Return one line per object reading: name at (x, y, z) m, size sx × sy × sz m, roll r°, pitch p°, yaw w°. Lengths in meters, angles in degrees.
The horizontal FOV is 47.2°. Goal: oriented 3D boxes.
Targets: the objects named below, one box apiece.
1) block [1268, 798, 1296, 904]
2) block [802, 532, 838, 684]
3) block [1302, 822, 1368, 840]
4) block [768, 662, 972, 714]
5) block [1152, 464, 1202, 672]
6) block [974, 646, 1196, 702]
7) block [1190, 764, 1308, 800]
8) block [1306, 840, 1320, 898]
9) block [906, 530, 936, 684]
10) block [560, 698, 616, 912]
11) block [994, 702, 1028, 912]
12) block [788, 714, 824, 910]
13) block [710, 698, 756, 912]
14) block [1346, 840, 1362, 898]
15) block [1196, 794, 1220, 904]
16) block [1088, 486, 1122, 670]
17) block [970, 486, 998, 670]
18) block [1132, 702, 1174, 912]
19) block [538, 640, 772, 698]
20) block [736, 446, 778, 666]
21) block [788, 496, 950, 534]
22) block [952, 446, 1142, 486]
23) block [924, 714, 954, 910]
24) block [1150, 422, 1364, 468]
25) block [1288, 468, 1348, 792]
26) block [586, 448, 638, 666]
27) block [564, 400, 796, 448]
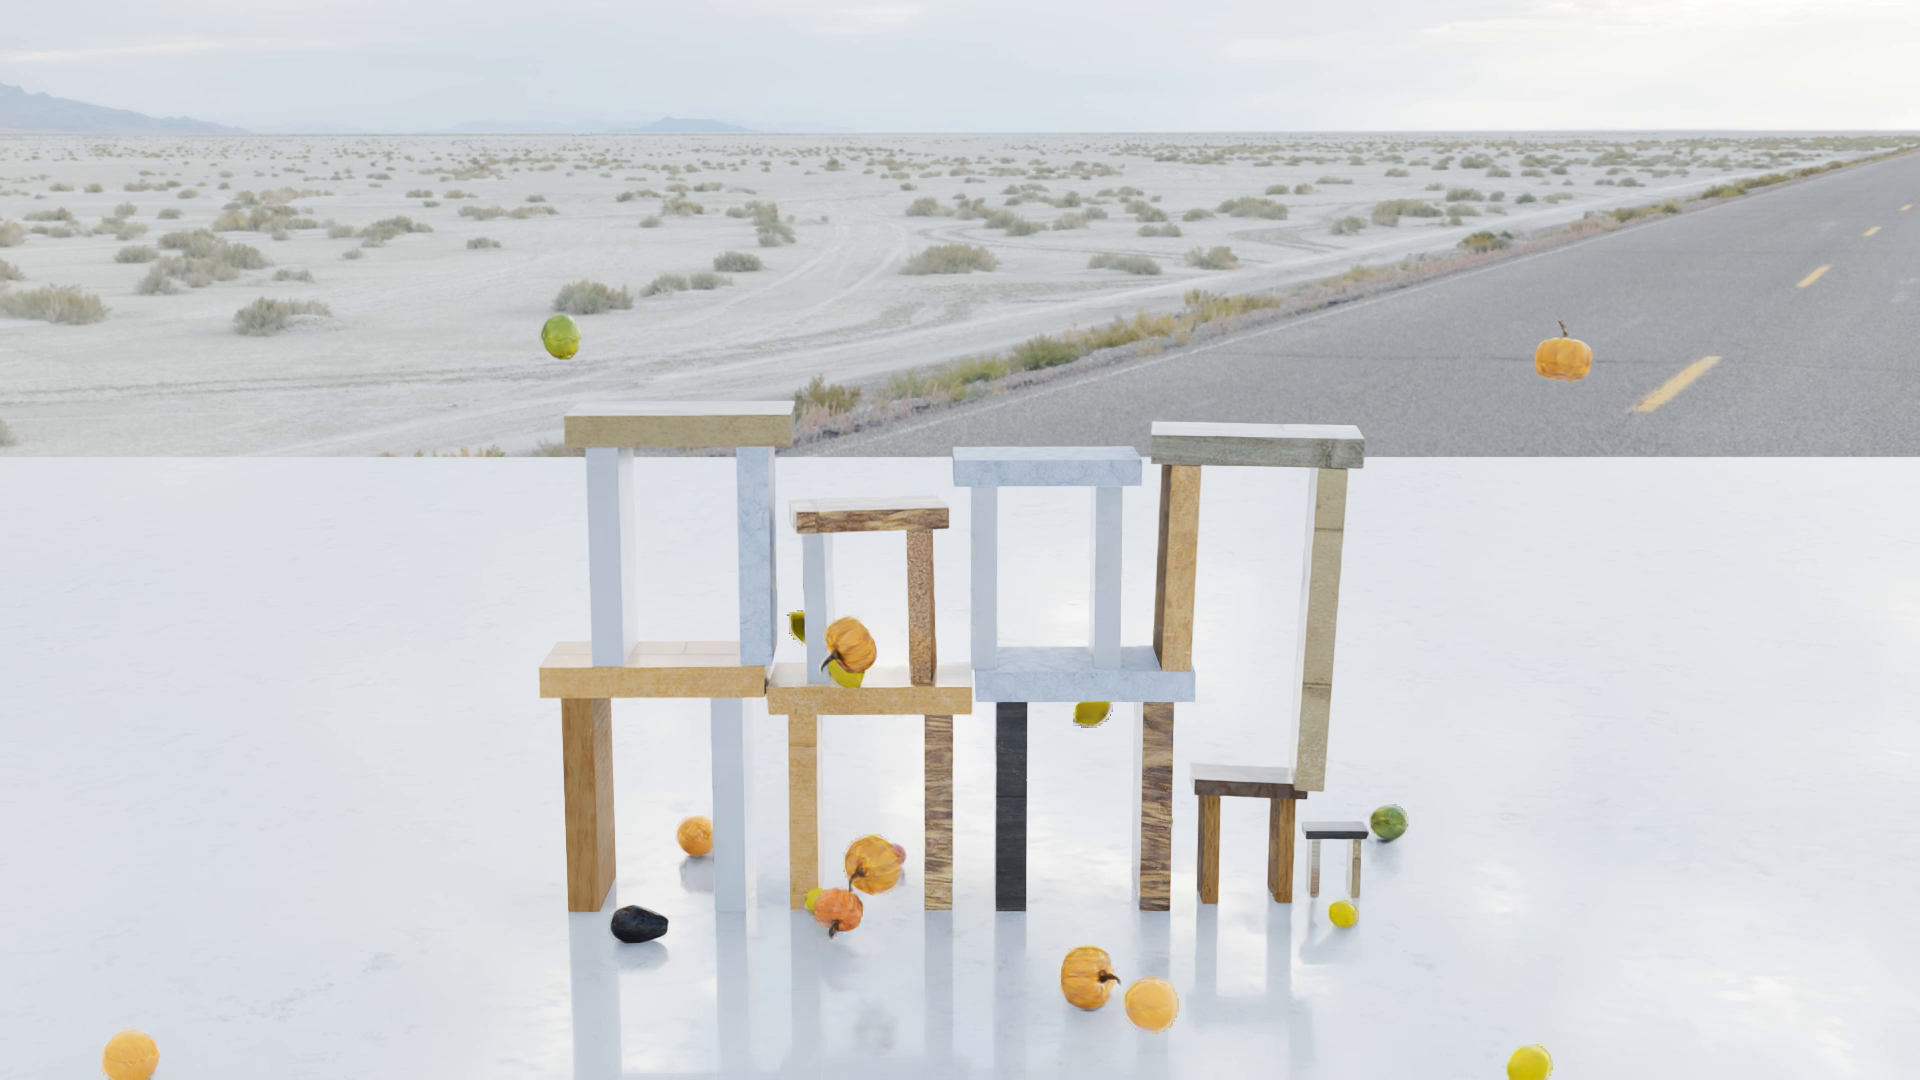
block at (0.534, 0.499, 3.651) m, size 0.026 × 0.185 × 0.092 m, roll 0°, pitch 11°, yaw -2°
block at (-0.228, 0.099, 3.579) m, size 0.035 × 0.247 × 0.123 m, roll -1°, pitch 10°, yaw 3°
block at (0.622, 0.482, 3.652) m, size 0.102 × 0.014 × 0.051 m, roll 0°, pitch 11°, yaw 0°
block at (-0.144, 0.243, 3.609) m, size 0.329 × 0.047 × 0.164 m, roll 0°, pitch 11°, yaw 0°
block at (0.351, 0.032, 3.565) m, size 0.047 × 0.331 × 0.166 m, roll 2°, pitch 11°, yaw 0°
block at (0.201, 0.219, 3.603) m, size 0.352 × 0.050 × 0.176 m, roll 0°, pitch 11°, yaw 0°
block at (0.473, 0.396, 3.612) m, size 0.184 × 0.026 × 0.092 m, roll 3°, pitch 11°, yaw 1°
block at (0.588, 0.539, 3.663) m, size 0.014 × 0.102 × 0.051 m, roll 0°, pitch 11°, yaw 0°
block at (-0.063, 0.098, 3.584) m, size 0.035 × 0.247 × 0.123 m, roll -1°, pitch 10°, yaw 3°
block at (-0.613, 0.413, 3.638) m, size 0.051 × 0.359 × 0.180 m, roll 0°, pitch 11°, yaw 0°
block at (0.083, 0.416, 3.640) m, size 0.050 × 0.352 × 0.176 m, roll 0°, pitch 11°, yaw 0°
block at (-0.254, 0.428, 3.643) m, size 0.047 × 0.329 × 0.164 m, roll 0°, pitch 11°, yaw 0°
block at (-0.374, 0.413, 3.638) m, size 0.051 × 0.359 × 0.180 m, roll 0°, pitch 11°, yaw 0°
block at (0.656, 0.539, 3.663) m, size 0.014 × 0.102 × 0.051 m, roll 0°, pitch 11°, yaw 0°
block at (0.412, 0.500, 3.650) m, size 0.026 × 0.185 × 0.092 m, roll 0°, pitch 11°, yaw 0°
block at (0.236, 0.048, 3.572) m, size 0.042 × 0.297 × 0.149 m, roll 0°, pitch 11°, yaw 0°
block at (0.038, 0.048, 3.572) m, size 0.042 × 0.297 × 0.149 m, roll 0°, pitch 11°, yaw 0°
block at (0.318, 0.416, 3.640) m, size 0.050 × 0.352 × 0.176 m, roll 0°, pitch 11°, yaw 0°
block at (-0.493, 0.211, 3.602) m, size 0.359 × 0.051 × 0.180 m, roll 0°, pitch 11°, yaw -1°
block at (-0.328, 0.012, 3.567) m, size 0.050 × 0.354 × 0.177 m, roll 0°, pitch 11°, yaw -1°
block at (-0.150, -0.042, 3.567) m, size 0.247 × 0.035 × 0.123 m, roll -2°, pitch 11°, yaw -10°
block at (0.138, -0.119, 3.545) m, size 0.297 × 0.042 × 0.148 m, roll 0°, pitch 11°, yaw -1°
block at (-0.035, 0.428, 3.643) m, size 0.047 × 0.329 × 0.164 m, roll 0°, pitch 11°, yaw 0°
block at (0.473, -0.153, 3.525) m, size 0.331 × 0.047 × 0.166 m, roll 1°, pitch 10°, yaw 5°
block at (0.579, 0.131, 3.560) m, size 0.047 × 0.522 × 0.166 m, roll 3°, pitch 11°, yaw 5°
block at (-0.563, 0.012, 3.565) m, size 0.050 × 0.354 × 0.177 m, roll 0°, pitch 11°, yaw -1°
block at (-0.445, -0.187, 3.531) m, size 0.354 × 0.050 × 0.177 m, roll 0°, pitch 11°, yaw -2°
